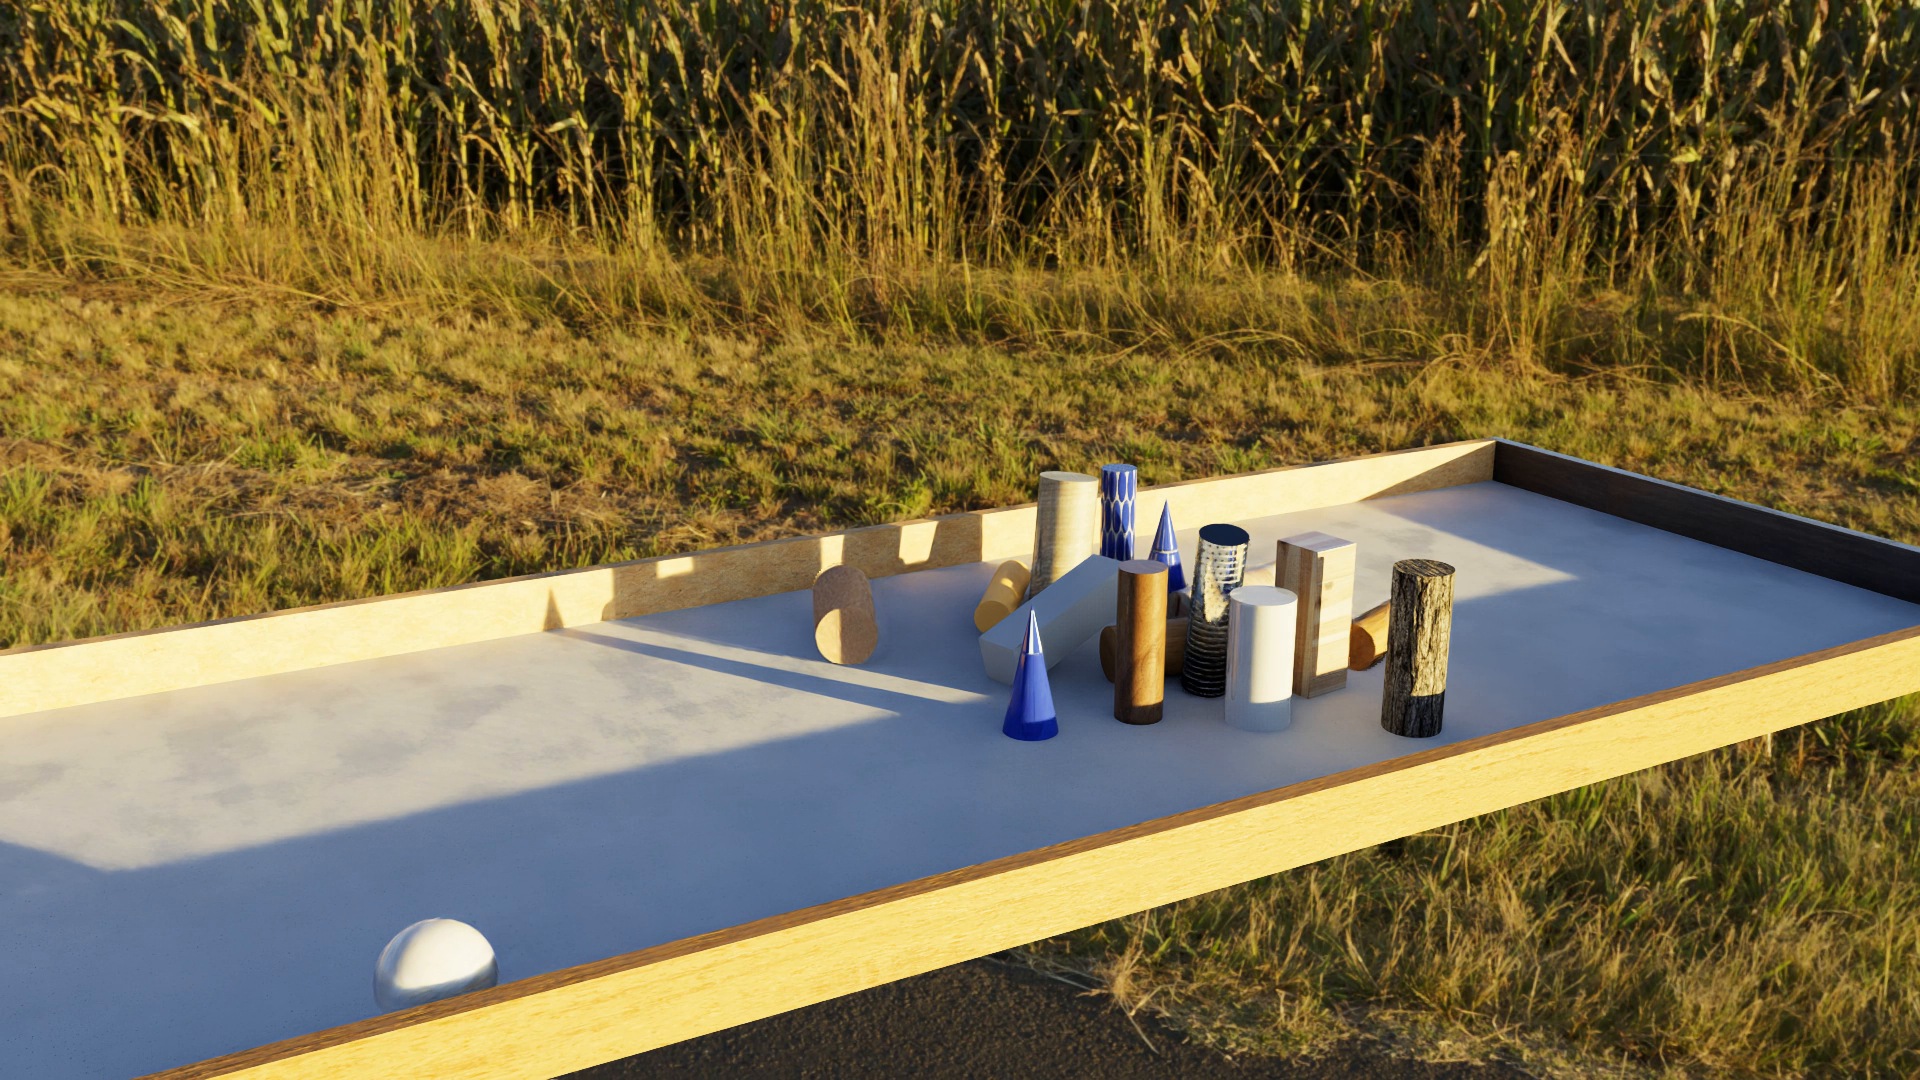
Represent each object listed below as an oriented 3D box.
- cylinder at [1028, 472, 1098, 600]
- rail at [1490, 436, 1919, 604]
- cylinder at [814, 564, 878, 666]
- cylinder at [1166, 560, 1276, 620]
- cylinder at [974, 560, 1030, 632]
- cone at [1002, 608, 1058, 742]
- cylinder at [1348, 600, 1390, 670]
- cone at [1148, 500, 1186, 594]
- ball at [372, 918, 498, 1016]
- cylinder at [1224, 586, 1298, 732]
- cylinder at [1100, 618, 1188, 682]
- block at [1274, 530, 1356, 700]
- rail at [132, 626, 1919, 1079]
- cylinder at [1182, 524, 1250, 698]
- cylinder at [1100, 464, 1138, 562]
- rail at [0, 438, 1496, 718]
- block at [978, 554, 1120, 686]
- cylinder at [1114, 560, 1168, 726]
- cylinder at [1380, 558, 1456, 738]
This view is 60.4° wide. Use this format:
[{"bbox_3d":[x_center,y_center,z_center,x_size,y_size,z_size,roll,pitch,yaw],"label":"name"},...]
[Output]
[{"bbox_3d":[0.288,0.011,4.613,0.165,0.381,0.165,4,11,-1],"label":"cylinder"},{"bbox_3d":[2.466,-0.048,5.253,0.050,0.150,2.100,-9,18,-27],"label":"rail"},{"bbox_3d":[-0.308,0.196,4.406,0.159,0.159,0.365,-2,16,-5],"label":"cylinder"},{"bbox_3d":[0.732,0.174,4.484,0.417,0.157,0.157,-14,22,-41],"label":"cylinder"},{"bbox_3d":[0.122,0.159,4.632,0.102,0.102,0.380,3,17,10],"label":"cylinder"},{"bbox_3d":[0.165,0.294,3.803,0.132,0.311,0.132,0,16,0],"label":"cone"},{"bbox_3d":[1.128,0.231,4.351,0.124,0.124,0.395,13,21,38],"label":"cylinder"},{"bbox_3d":[0.582,0.031,4.691,0.160,0.315,0.160,0,16,0],"label":"cone"},{"bbox_3d":[-0.835,0.701,2.627,0.193,0.193,0.193,0,16,0],"label":"ball"},{"bbox_3d":[0.703,0.277,3.864,0.155,0.310,0.155,0,16,0],"label":"cylinder"},{"bbox_3d":[0.579,0.268,4.190,0.426,0.143,0.143,-5,17,-18],"label":"cylinder"},{"bbox_3d":[0.868,0.183,4.066,0.133,0.375,0.133,-11,20,-34],"label":"block"},{"bbox_3d":[-2.336,1.006,1.665,12.000,0.150,0.050,-9,18,-27],"label":"rail"},{"bbox_3d":[0.617,0.173,3.998,0.120,0.418,0.120,2,27,-1],"label":"cylinder"},{"bbox_3d":[0.460,-0.033,4.816,0.103,0.366,0.103,0,16,0],"label":"cylinder"},{"bbox_3d":[-3.305,0.497,3.399,12.000,0.150,0.050,-9,18,-27],"label":"rail"},{"bbox_3d":[0.253,0.204,4.225,0.121,0.121,0.448,16,40,44],"label":"block"},{"bbox_3d":[0.424,0.240,3.877,0.116,0.373,0.116,0,16,0],"label":"cylinder"},{"bbox_3d":[1.058,0.250,3.813,0.138,0.390,0.138,0,16,0],"label":"cylinder"}]
